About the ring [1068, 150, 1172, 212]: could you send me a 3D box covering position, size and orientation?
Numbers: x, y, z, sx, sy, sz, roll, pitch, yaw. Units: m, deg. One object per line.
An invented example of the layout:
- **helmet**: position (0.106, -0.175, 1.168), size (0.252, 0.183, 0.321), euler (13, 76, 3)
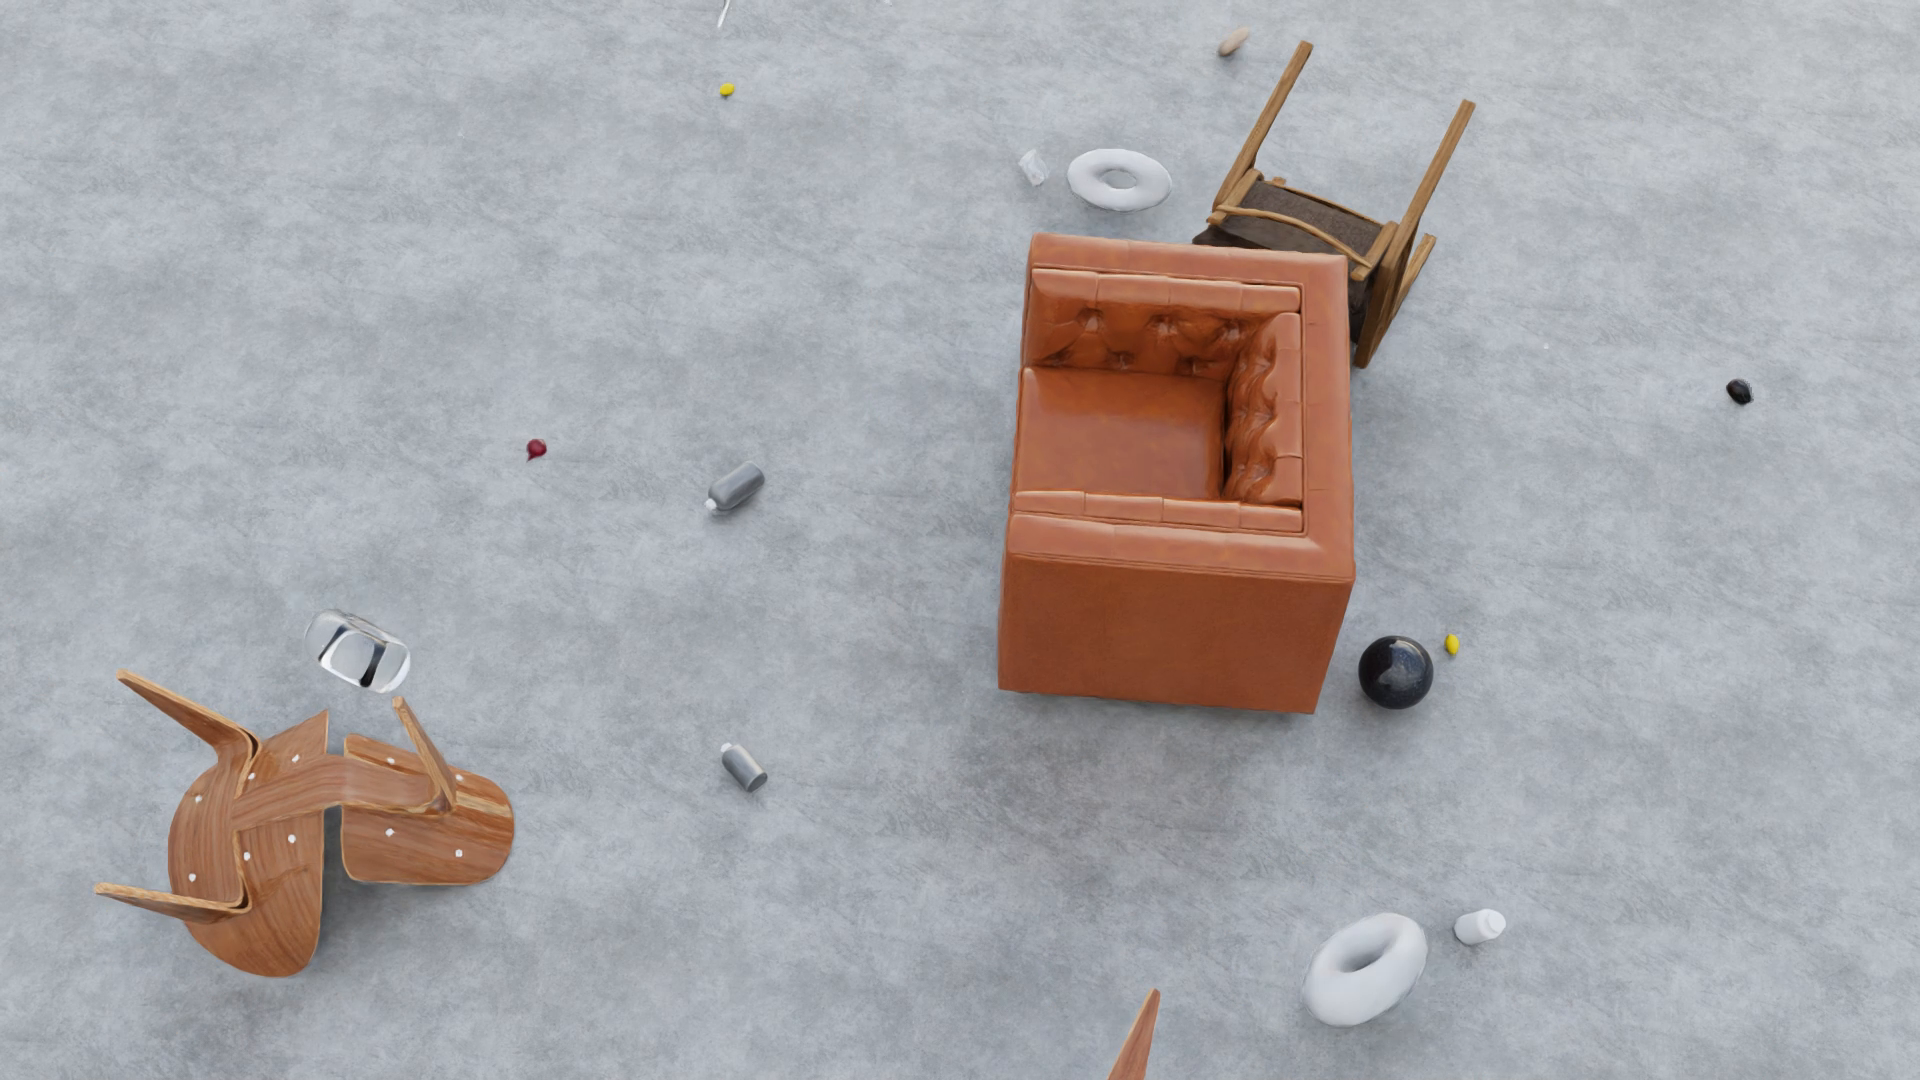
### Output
- **ring**: position (0.524, -1.183, 7.236), size (0.358, 0.218, 0.072), euler (9, 36, 18)

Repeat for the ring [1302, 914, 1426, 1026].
- **ring**: position (1.031, 1.094, 5.603), size (0.386, 0.144, 0.244), euler (-32, 30, -27)

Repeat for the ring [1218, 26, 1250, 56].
- **ring**: position (0.957, -1.738, 7.670), size (0.049, 0.125, 0.149), euler (49, 52, -4)

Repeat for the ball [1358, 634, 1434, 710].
- **ball**: position (1.228, 0.373, 6.196), size (0.212, 0.212, 0.212), euler (0, 56, 0)

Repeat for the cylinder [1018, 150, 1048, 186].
- **cylinder**: position (0.247, -1.242, 7.334), size (0.059, 0.088, 0.101), euler (-19, 28, 34)

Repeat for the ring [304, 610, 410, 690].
- **ring**: position (-1.700, 0.311, 6.204), size (0.314, 0.280, 0.145), euler (28, 90, 15)
